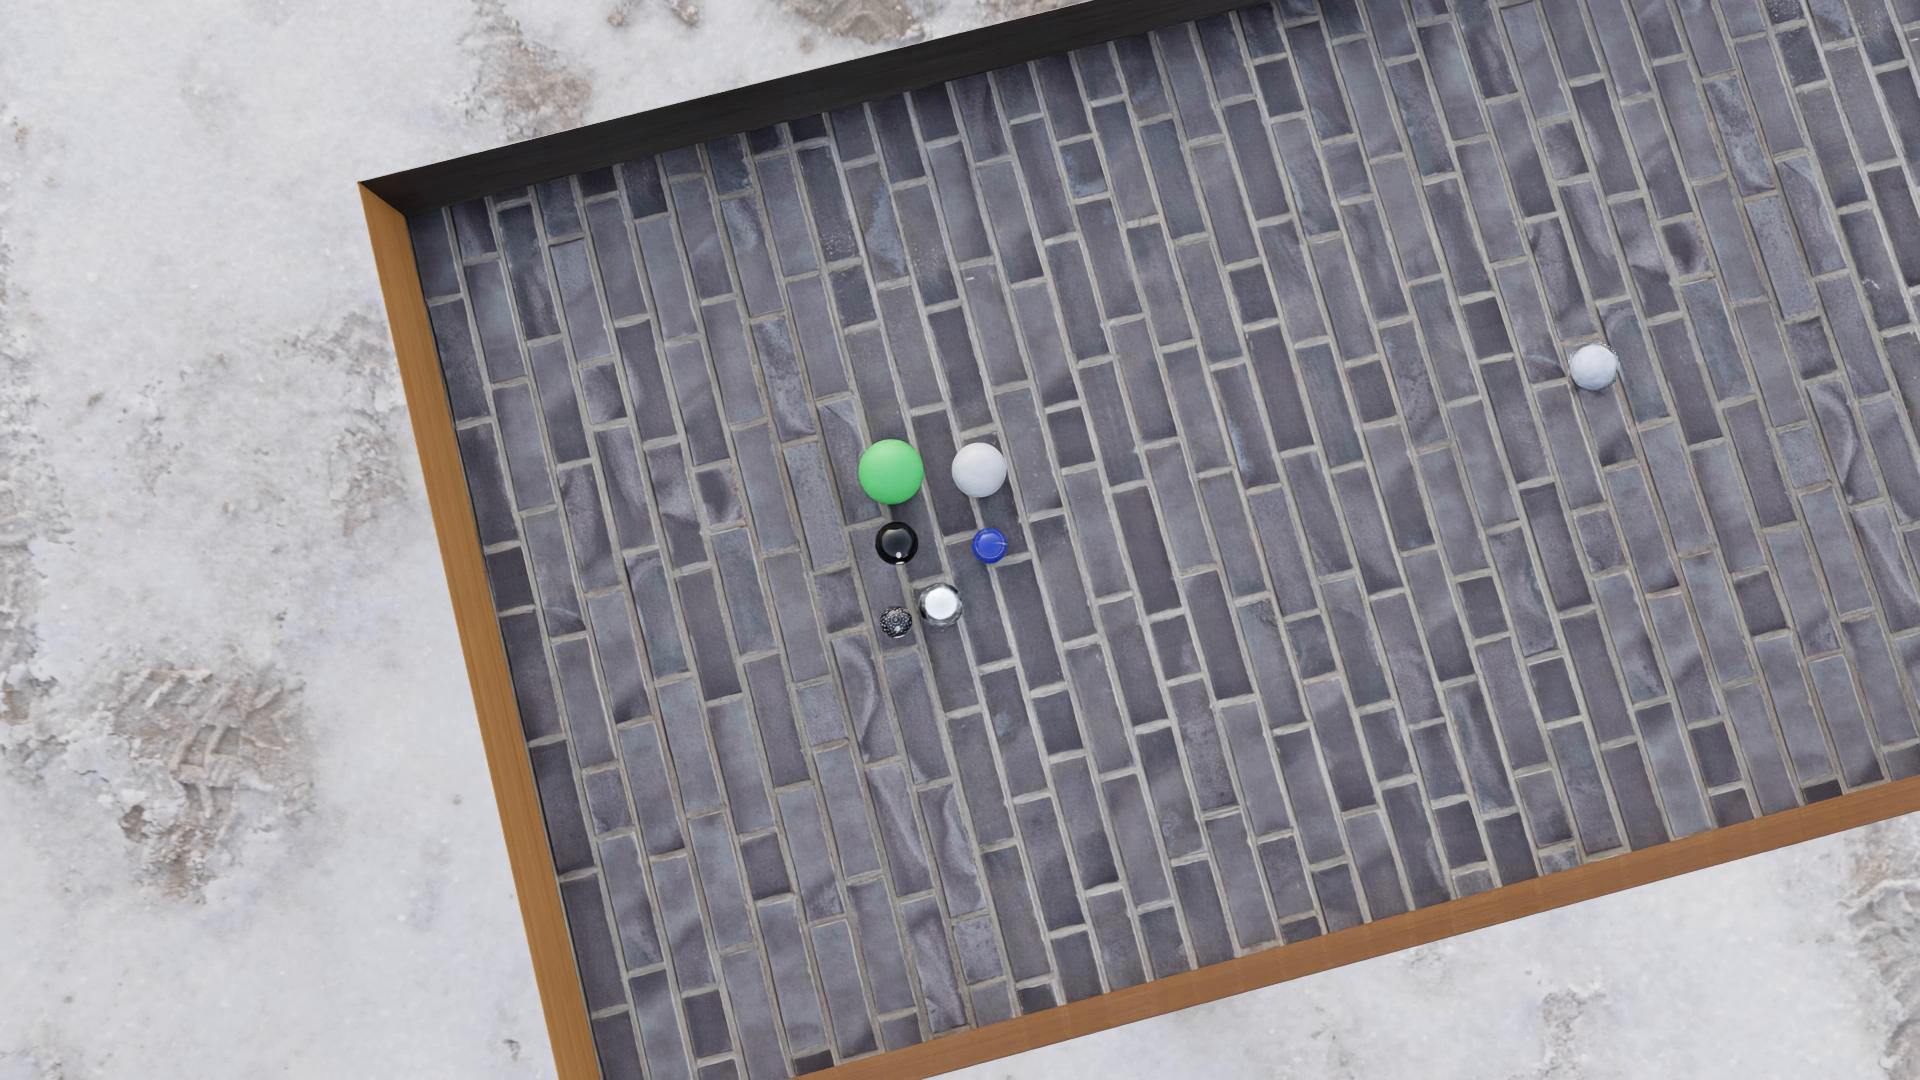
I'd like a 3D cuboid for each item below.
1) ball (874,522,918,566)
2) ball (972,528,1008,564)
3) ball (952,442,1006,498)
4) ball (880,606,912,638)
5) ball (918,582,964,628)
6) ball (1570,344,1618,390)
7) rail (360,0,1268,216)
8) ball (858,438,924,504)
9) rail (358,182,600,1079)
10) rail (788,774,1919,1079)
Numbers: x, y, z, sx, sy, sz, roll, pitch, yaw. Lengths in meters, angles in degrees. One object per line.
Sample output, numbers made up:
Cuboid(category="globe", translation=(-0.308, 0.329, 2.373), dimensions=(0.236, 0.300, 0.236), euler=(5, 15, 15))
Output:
Cuboid(category="ball", translation=(-0.095, 0.005, 3.287), dimensions=(0.066, 0.066, 0.066), euler=(0, 80, 0))
Cuboid(category="ball", translation=(0.044, 0.009, 3.293), dimensions=(0.054, 0.054, 0.054), euler=(0, 80, 0))
Cuboid(category="ball", translation=(0.028, -0.105, 3.299), dimensions=(0.083, 0.083, 0.083), euler=(0, 80, 0))
Cuboid(category="ball", translation=(-0.095, 0.122, 3.275), dimensions=(0.049, 0.049, 0.049), euler=(0, 80, 0))
Cuboid(category="ball", translation=(-0.028, 0.097, 3.270), dimensions=(0.068, 0.068, 0.068), euler=(0, 80, 0))
Cuboid(category="ball", translation=(0.960, -0.262, 3.334), dimensions=(0.069, 0.069, 0.069), euler=(0, 80, 0))
Cuboid(category="rail", translation=(0.532, -0.872, 3.413), dimensions=(2.953, 0.128, 0.045), euler=(-14, 80, -3))
Cuboid(category="ball", translation=(-0.103, -0.102, 3.290), dimensions=(0.098, 0.098, 0.098), euler=(0, 80, 0))
Cuboid(category="rail", translation=(-0.691, 0.173, 3.225), dimensions=(0.045, 0.128, 1.480), euler=(-14, 80, -3))
Cuboid(category="rail", translation=(0.896, 0.492, 3.167), dimensions=(2.953, 0.128, 0.045), euler=(-14, 80, -3))
